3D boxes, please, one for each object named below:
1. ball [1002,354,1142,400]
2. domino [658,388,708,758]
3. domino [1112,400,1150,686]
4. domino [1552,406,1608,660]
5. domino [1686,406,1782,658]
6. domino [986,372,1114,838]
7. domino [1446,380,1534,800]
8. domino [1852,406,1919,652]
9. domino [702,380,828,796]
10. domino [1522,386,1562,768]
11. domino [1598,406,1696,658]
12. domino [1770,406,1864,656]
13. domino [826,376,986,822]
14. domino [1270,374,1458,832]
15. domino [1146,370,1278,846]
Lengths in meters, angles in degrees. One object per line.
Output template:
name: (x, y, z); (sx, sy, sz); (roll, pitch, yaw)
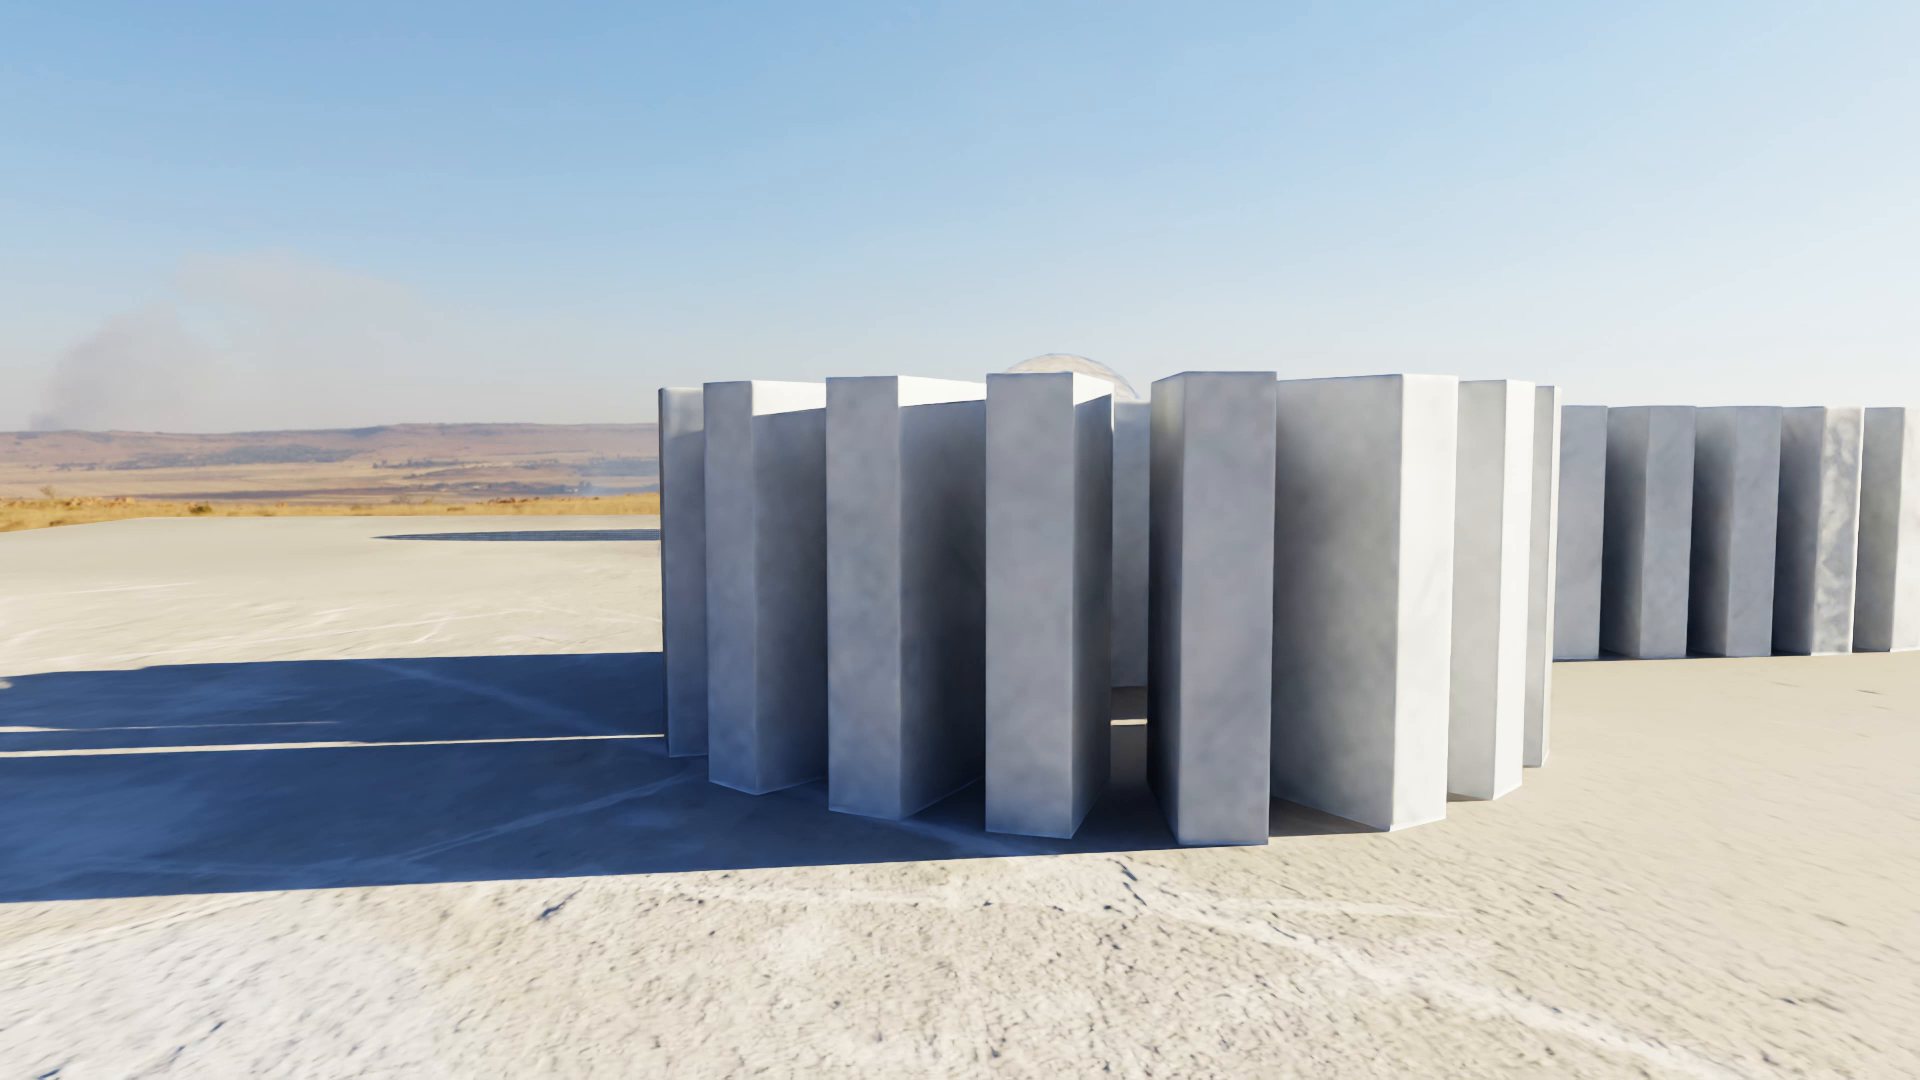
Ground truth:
ball: (0.041, -0.038, 0.537); (0.080, 0.080, 0.080); (0, 4, 0)
domino: (-0.029, 0.004, 0.181); (0.025, 0.050, 0.010); (-1, 4, -17)
domino: (0.028, 0.000, 0.236); (0.009, 0.050, 0.025); (-1, 4, -9)
domino: (0.121, -0.002, 0.264); (0.010, 0.050, 0.025); (0, 4, -2)
domino: (0.156, -0.002, 0.267); (0.010, 0.050, 0.025); (0, 4, -6)
domino: (0.011, 0.006, 0.150); (0.009, 0.050, 0.025); (1, 4, 16)
domino: (0.058, 0.005, 0.163); (0.025, 0.050, 0.009); (4, 6, 42)
domino: (0.190, -0.003, 0.274); (0.010, 0.050, 0.025); (-2, 5, -22)
domino: (-0.020, 0.005, 0.166); (0.009, 0.050, 0.025); (4, 6, 42)
domino: (0.068, 0.004, 0.177); (0.025, 0.050, 0.009); (2, 5, 30)
domino: (0.139, -0.002, 0.265); (0.010, 0.050, 0.025); (0, 4, -4)
domino: (0.173, -0.003, 0.269); (0.009, 0.050, 0.025); (-1, 4, -11)
domino: (-0.005, 0.006, 0.156); (0.010, 0.050, 0.025); (2, 5, 27)
domino: (0.045, 0.006, 0.152); (0.010, 0.050, 0.025); (-3, 5, -32)
domino: (0.028, 0.007, 0.147); (0.010, 0.050, 0.025); (0, 4, 0)
